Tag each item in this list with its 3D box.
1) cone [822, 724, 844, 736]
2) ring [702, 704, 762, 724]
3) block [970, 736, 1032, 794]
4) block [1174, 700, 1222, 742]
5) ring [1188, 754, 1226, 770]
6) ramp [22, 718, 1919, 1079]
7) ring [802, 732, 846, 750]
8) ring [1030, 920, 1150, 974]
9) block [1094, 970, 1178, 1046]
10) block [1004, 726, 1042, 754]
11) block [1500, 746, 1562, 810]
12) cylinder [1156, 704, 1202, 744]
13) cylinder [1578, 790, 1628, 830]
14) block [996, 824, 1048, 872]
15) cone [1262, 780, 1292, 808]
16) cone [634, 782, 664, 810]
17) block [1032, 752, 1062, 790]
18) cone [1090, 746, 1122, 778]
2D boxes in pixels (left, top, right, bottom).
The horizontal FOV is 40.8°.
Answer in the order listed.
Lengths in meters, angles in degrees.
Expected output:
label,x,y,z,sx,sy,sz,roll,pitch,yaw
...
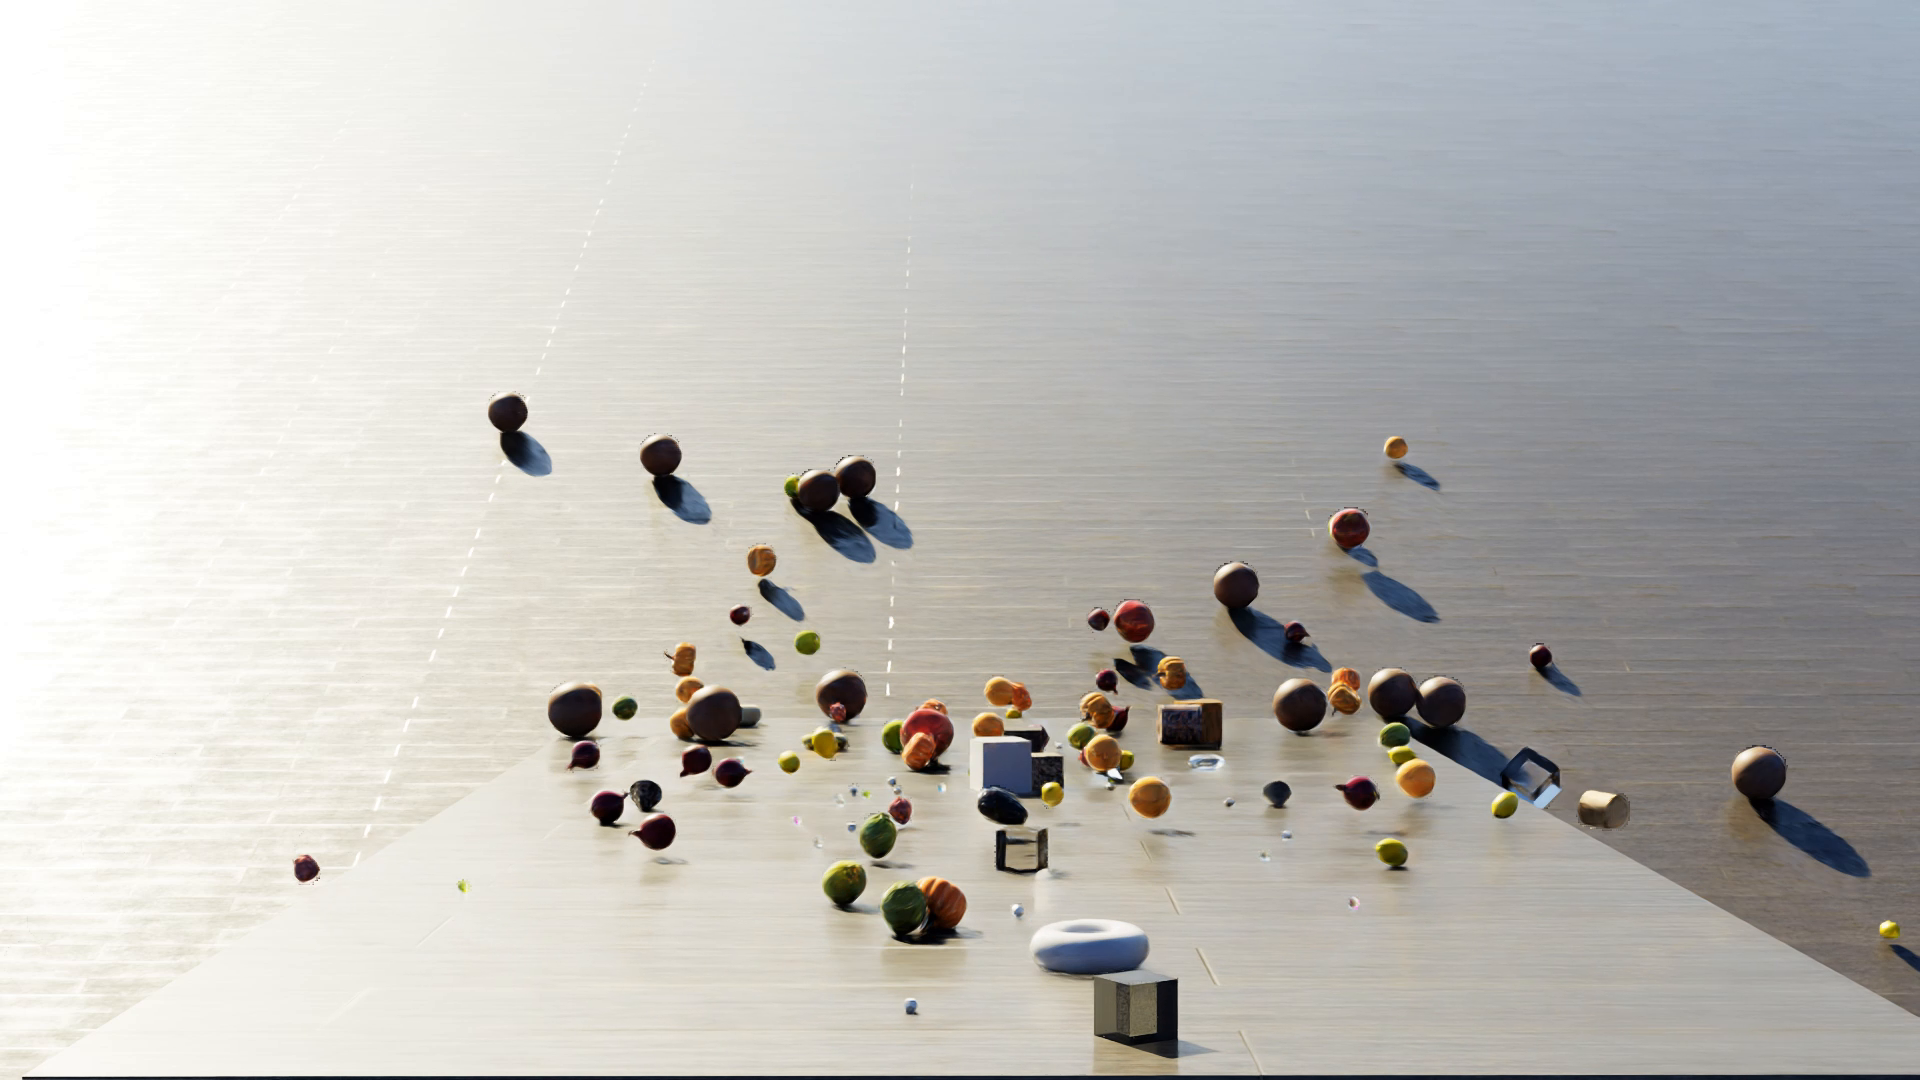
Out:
label,x,y,z,sx,sy,sz,roll,pitch,yaw
cone,-0.290,0.456,5.866,0.054,0.054,0.054,0,28,0
ring,-0.566,0.433,6.402,0.146,0.049,0.146,0,-3,0
block,0.079,0.437,5.018,0.097,0.097,0.097,0,1,-14
block,0.555,0.420,6.000,0.090,0.090,0.090,0,1,-10
ring,0.516,0.465,5.395,0.077,0.026,0.077,0,2,0
ramp,0.060,0.544,4.580,2.000,0.100,4.000,0,1,0
ring,-0.305,0.453,5.795,0.103,0.034,0.103,1,0,0
ring,0.160,0.499,3.167,0.148,0.049,0.148,-1,2,0
block,0.188,0.499,2.759,0.064,0.064,0.064,-1,1,-33
block,0.133,0.437,5.443,0.079,0.079,0.079,0,1,5
block,1.279,0.540,5.782,0.091,0.091,0.091,-41,50,-19
cylinder,0.498,0.418,5.857,0.090,0.090,0.090,2,26,-4
cylinder,1.320,0.554,5.298,0.071,0.071,0.071,-20,14,-34
block,0.097,0.475,3.975,0.063,0.063,0.063,0,1,22
cone,0.585,0.479,4.736,0.053,0.053,0.053,0,28,0
cone,-0.576,0.479,4.700,0.061,0.061,0.061,6,10,11
block,0.162,0.453,5.062,0.064,0.064,0.064,0,1,-16
cone,0.310,0.466,5.238,0.067,0.067,0.067,-13,34,-25
